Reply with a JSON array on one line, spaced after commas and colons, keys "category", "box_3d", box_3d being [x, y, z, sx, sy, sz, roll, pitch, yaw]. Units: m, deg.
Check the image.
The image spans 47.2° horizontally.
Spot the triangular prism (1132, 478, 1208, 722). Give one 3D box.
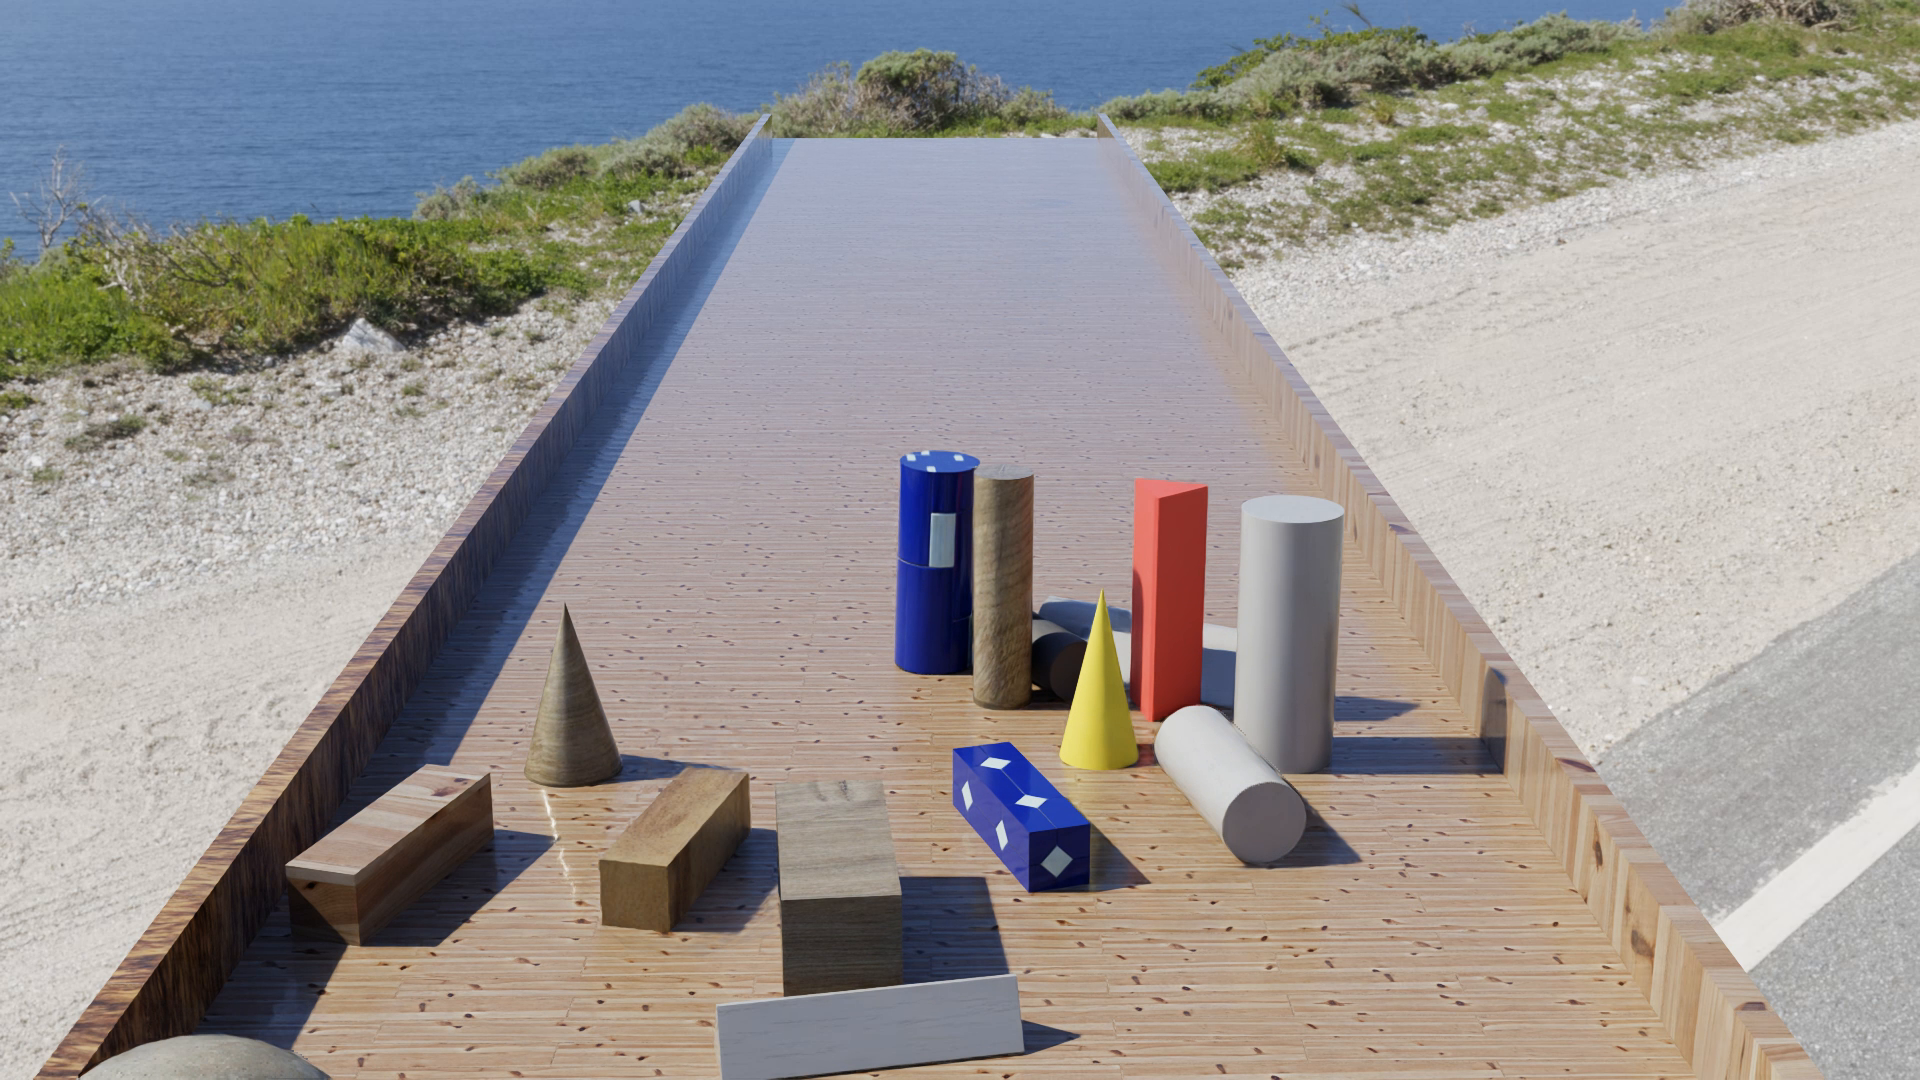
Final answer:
[{"category": "triangular prism", "box_3d": [0.367, 0.106, 4.114, 0.136, 0.432, 0.118, -14, 22, -39]}]

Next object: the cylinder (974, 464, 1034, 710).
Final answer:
[{"category": "cylinder", "box_3d": [0.081, 0.090, 4.135, 0.112, 0.451, 0.112, 0, 17, 0]}]

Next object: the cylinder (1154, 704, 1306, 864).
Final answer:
[{"category": "cylinder", "box_3d": [0.442, 0.399, 3.638, 0.140, 0.140, 0.348, -4, 17, -12]}]

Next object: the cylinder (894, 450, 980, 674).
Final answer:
[{"category": "cylinder", "box_3d": [-0.047, 0.044, 4.340, 0.156, 0.414, 0.156, 2, 18, -1]}]

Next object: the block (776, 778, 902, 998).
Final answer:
[{"category": "block", "box_3d": [-0.182, 0.509, 3.224, 0.165, 0.165, 0.410, -2, 17, -6]}]

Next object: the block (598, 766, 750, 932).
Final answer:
[{"category": "block", "box_3d": [-0.440, 0.477, 3.434, 0.108, 0.108, 0.368, 4, 17, 13]}]

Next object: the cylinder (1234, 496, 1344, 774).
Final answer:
[{"category": "cylinder", "box_3d": [0.576, 0.165, 3.867, 0.177, 0.458, 0.177, 0, 17, 0]}]

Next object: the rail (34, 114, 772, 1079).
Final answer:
[{"category": "rail", "box_3d": [-1.118, -0.838, 7.780, 0.050, 0.150, 12.000, 0, 17, -1]}]

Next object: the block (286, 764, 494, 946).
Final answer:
[{"category": "block", "box_3d": [-0.875, 0.481, 3.407, 0.115, 0.115, 0.405, 5, 17, 16]}]

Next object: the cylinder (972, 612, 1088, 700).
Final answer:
[{"category": "cylinder", "box_3d": [0.144, 0.208, 4.321, 0.118, 0.118, 0.330, -9, 19, -27]}]

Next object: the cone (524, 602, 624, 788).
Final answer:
[{"category": "cone", "box_3d": [-0.680, 0.254, 3.828, 0.173, 0.310, 0.173, 0, 17, 0]}]

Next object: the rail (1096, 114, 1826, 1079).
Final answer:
[{"category": "rail", "box_3d": [0.932, -0.844, 7.801, 0.050, 0.150, 12.000, 0, 17, -1]}]

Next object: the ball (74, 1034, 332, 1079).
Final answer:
[{"category": "ball", "box_3d": [-0.769, 0.695, 2.207, 0.389, 0.389, 0.389, 0, 17, 0]}]

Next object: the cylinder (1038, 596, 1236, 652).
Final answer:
[{"category": "cylinder", "box_3d": [0.370, 0.198, 4.373, 0.440, 0.107, 0.107, 10, 19, 29]}]

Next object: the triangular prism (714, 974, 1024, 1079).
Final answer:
[{"category": "triangular prism", "box_3d": [-0.121, 0.637, 2.920, 0.402, 0.090, 0.104, -3, 17, -12]}]

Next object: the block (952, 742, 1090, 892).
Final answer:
[{"category": "block", "box_3d": [0.095, 0.443, 3.559, 0.101, 0.101, 0.360, -6, 17, -18]}]

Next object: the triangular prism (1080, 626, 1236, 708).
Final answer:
[{"category": "triangular prism", "box_3d": [0.415, 0.241, 4.246, 0.394, 0.093, 0.107, 9, 19, 27]}]

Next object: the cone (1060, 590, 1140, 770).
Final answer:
[{"category": "cone", "box_3d": [0.249, 0.233, 3.889, 0.142, 0.316, 0.142, 0, 17, 0]}]
